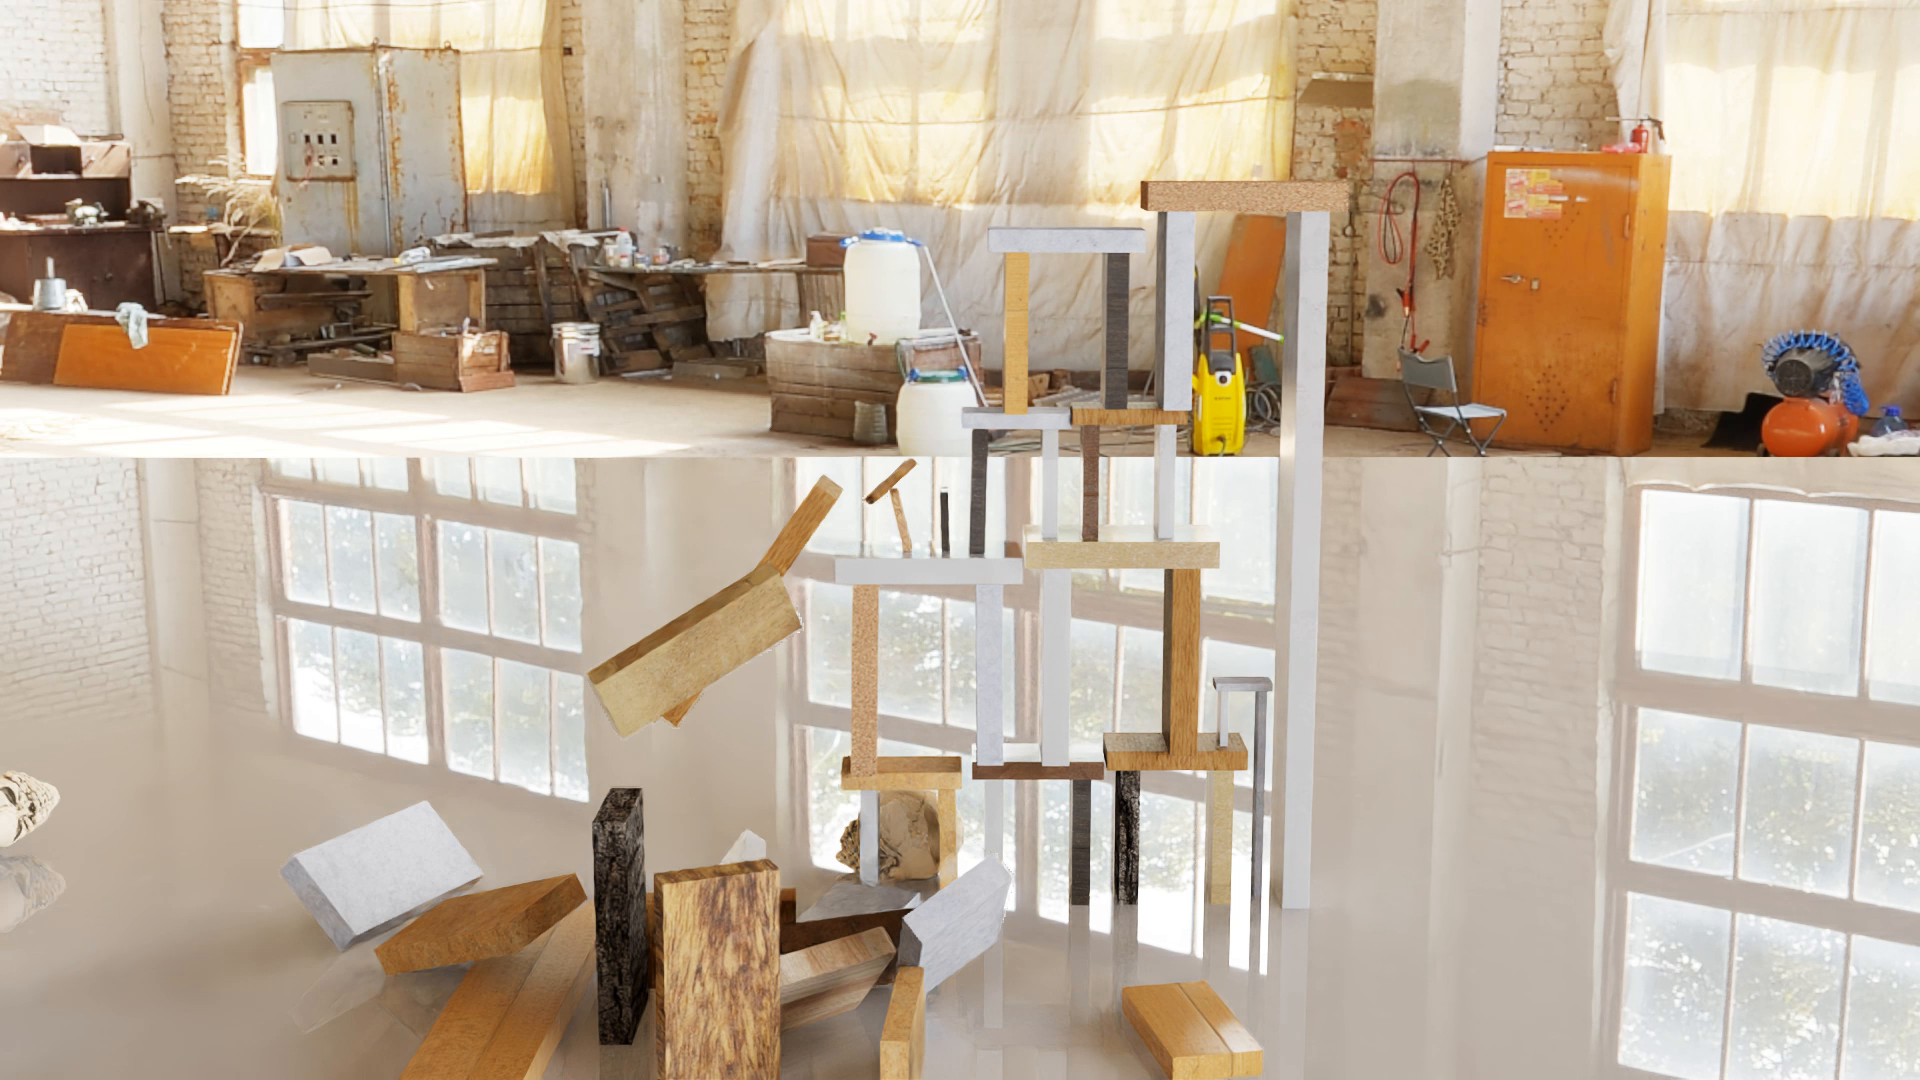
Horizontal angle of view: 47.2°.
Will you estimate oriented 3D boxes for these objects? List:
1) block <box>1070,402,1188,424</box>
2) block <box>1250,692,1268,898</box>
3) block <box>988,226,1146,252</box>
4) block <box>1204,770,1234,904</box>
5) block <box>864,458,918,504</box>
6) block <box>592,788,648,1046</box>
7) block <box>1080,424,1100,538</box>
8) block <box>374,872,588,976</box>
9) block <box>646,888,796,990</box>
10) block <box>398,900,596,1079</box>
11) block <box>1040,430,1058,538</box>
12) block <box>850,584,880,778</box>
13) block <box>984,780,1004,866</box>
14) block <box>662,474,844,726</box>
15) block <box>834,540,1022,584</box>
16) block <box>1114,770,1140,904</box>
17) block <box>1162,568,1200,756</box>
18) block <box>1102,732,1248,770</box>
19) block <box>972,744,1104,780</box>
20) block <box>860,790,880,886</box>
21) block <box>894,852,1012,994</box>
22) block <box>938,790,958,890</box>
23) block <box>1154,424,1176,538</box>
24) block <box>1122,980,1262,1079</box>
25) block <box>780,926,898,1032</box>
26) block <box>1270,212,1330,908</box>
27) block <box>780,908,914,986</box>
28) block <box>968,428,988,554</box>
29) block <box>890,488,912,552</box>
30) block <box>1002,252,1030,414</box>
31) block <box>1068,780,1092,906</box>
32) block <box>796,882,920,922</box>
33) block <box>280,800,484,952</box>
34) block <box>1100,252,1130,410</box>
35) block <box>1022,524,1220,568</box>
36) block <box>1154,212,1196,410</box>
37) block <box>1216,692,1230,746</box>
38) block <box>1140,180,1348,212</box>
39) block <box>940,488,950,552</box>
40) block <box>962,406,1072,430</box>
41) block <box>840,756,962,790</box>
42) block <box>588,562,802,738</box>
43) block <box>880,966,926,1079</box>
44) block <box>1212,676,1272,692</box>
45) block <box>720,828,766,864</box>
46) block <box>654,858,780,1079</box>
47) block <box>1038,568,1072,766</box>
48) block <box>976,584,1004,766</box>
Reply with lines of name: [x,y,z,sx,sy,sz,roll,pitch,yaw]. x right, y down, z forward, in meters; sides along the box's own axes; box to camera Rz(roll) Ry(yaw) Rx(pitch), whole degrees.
block: [0.268,-0.203,3.518,0.182,0.026,0.091,0,11,0]
block: [0.494,0.416,3.636,0.013,0.354,0.046,0,11,0]
block: [0.167,-0.475,3.474,0.245,0.035,0.122,0,10,0]
block: [0.430,0.477,3.653,0.032,0.229,0.114,0,11,0]
block: [-0.114,-0.096,3.609,0.096,0.014,0.048,-43,7,-14]
block: [-0.479,0.530,3.110,0.046,0.322,0.161,0,11,0]
block: [0.208,-0.101,3.536,0.026,0.182,0.091,0,11,0]
block: [-0.715,0.573,3.274,0.310,0.044,0.155,-17,12,38]
block: [-0.384,0.592,3.262,0.281,0.140,0.040,-1,19,-4]
block: [-0.644,0.713,2.883,0.161,0.046,1.279,0,11,1]
block: [0.144,-0.097,3.541,0.025,0.174,0.087,0,10,0]
block: [-0.155,0.213,3.594,0.042,0.317,0.149,1,10,-2]
block: [0.056,0.485,3.647,0.030,0.214,0.107,0,11,0]
block: [-0.345,0.096,3.623,0.044,0.456,0.155,35,7,-4]
block: [-0.051,0.036,3.563,0.298,0.042,0.149,0,11,-1]
block: [0.277,0.477,3.653,0.032,0.229,0.114,0,10,0]
block: [0.360,0.183,3.589,0.044,0.308,0.154,0,11,0]
block: [0.353,0.348,3.629,0.229,0.032,0.114,0,11,0]
block: [0.127,0.365,3.625,0.214,0.030,0.107,0,11,0]
block: [-0.149,0.494,3.648,0.028,0.197,0.099,0,11,0]
block: [-0.012,0.547,3.077,0.153,0.043,0.305,-33,-20,-19]
block: [-0.020,0.494,3.643,0.028,0.197,0.099,-2,11,0]
block: [0.329,-0.101,3.537,0.026,0.182,0.091,0,11,0]
block: [0.321,0.683,3.069,0.126,0.036,0.252,-2,11,-11]
block: [-0.246,0.631,3.054,0.305,0.153,0.043,-9,54,-39]
block: [0.549,0.034,3.571,0.044,1.129,0.154,0,11,0]
block: [-0.184,0.605,3.203,0.305,0.153,0.043,-4,54,-20]
block: [0.030,-0.085,3.546,0.025,0.201,0.087,1,10,-1]
block: [-0.095,-0.034,3.554,0.014,0.096,0.048,-13,10,1]
block: [0.088,-0.333,3.501,0.035,0.254,0.122,0,10,-1]
block: [0.199,0.485,3.647,0.030,0.214,0.107,0,11,0]
block: [-0.176,0.610,3.460,0.140,0.040,0.281,4,11,18]
block: [-0.927,0.537,3.548,0.161,0.046,0.322,49,25,10]
block: [0.246,-0.337,3.499,0.035,0.245,0.122,0,10,0]
block: [0.257,0.010,3.557,0.308,0.044,0.154,0,11,0]
block: [0.341,-0.369,3.497,0.044,0.309,0.154,0,11,-1]
block: [0.432,0.288,3.612,0.013,0.093,0.046,0,11,0]
block: [0.444,-0.542,3.464,0.309,0.044,0.154,0,11,0]
block: [-0.025,-0.034,3.558,0.014,0.096,0.048,-2,10,0]
block: [0.090,-0.196,3.524,0.174,0.025,0.087,0,10,0]
block: [-0.096,0.383,3.624,0.197,0.028,0.099,0,11,-1]
block: [-0.417,0.174,3.481,0.336,0.126,0.036,-32,43,-15]
block: [-0.074,0.669,2.898,0.036,0.126,0.252,1,11,4]
block: [0.463,0.236,3.602,0.093,0.013,0.046,0,11,0]
block: [-0.364,0.562,3.449,0.040,0.140,0.281,36,6,-10]
block: [-0.316,0.580,2.870,0.155,0.310,0.044,-4,13,-22]
block: [0.154,0.191,3.590,0.044,0.324,0.154,0,11,0]
block: [0.048,0.204,3.594,0.042,0.298,0.149,0,11,0]
